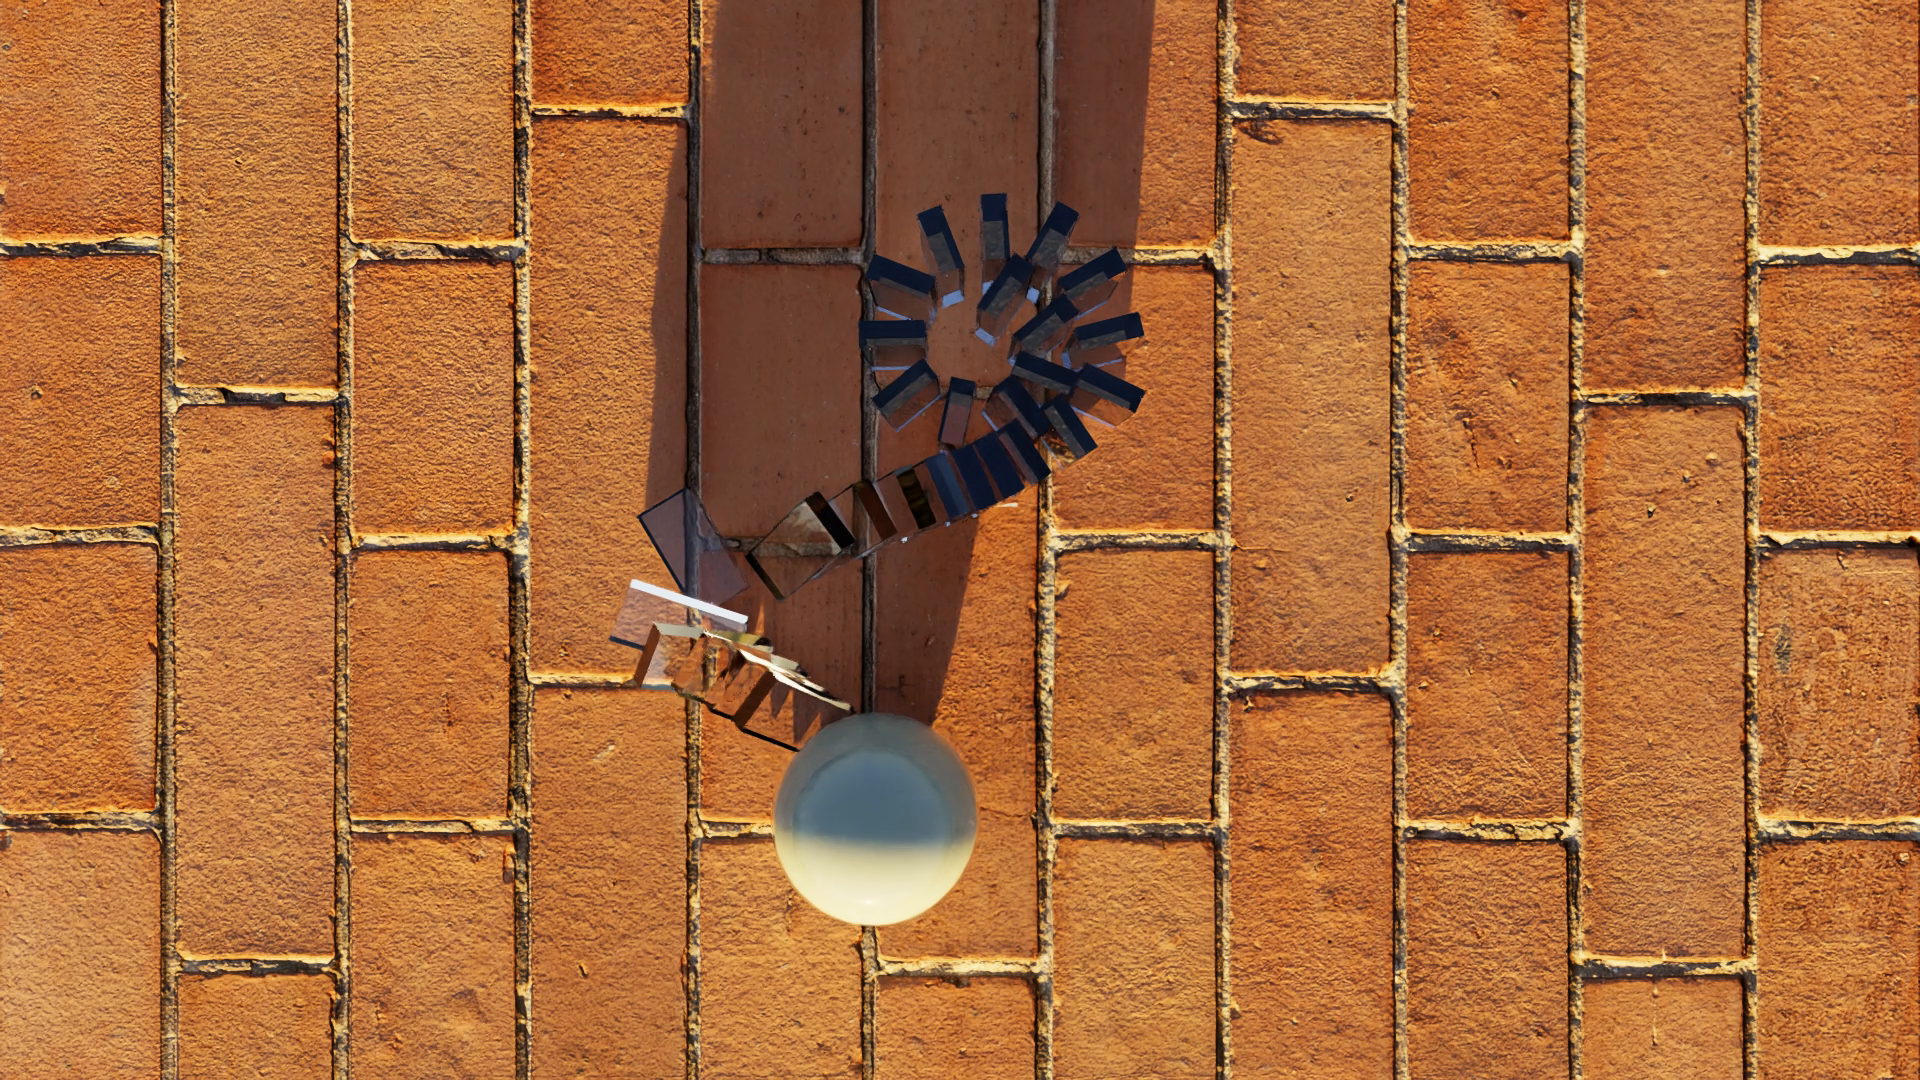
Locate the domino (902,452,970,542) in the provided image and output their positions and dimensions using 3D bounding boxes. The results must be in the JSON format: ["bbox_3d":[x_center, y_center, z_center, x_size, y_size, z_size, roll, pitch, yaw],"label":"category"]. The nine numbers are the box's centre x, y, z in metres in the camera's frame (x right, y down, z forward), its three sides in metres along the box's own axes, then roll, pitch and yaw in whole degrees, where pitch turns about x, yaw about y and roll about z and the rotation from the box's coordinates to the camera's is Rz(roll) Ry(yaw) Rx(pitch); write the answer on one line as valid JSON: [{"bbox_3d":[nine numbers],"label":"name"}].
[{"bbox_3d":[-0.015,-0.017,0.376,0.009,0.050,0.025,-24,90,-27],"label":"domino"}]

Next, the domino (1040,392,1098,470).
[{"bbox_3d":[0.042,-0.043,0.375,0.010,0.050,0.025,-34,90,0],"label":"domino"}]

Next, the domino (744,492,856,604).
[{"bbox_3d":[-0.067,0.004,0.381,0.050,0.009,0.025,-37,90,39],"label":"domino"}]

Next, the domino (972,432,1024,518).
[{"bbox_3d":[0.009,-0.026,0.375,0.010,0.050,0.025,-29,90,-15],"label":"domino"}]

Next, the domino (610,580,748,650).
[{"bbox_3d":[-0.118,0.037,0.385,0.050,0.010,0.025,21,101,-20],"label":"domino"}]

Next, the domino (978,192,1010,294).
[{"bbox_3d":[0.014,-0.120,0.375,0.010,0.050,0.025,-4,90,0],"label":"domino"}]

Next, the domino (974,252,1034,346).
[{"bbox_3d":[0.018,-0.097,0.375,0.009,0.050,0.025,36,90,0],"label":"domino"}]

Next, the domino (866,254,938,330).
[{"bbox_3d":[-0.023,-0.101,0.375,0.025,0.050,0.009,21,90,0],"label":"domino"}]

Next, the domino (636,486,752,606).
[{"bbox_3d":[-0.114,0.005,0.395,0.025,0.010,0.050,-31,90,0],"label":"domino"}]

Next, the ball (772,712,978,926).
[{"bbox_3d":[-0.033,0.108,0.360,0.080,0.080,0.080,0,90,0],"label":"ball"}]

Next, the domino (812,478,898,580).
[{"bbox_3d":[-0.050,-0.004,0.380,0.050,0.009,0.025,-28,90,43],"label":"domino"}]

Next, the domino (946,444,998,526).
[{"bbox_3d":[-0.001,-0.022,0.375,0.010,0.050,0.025,-24,91,-15],"label":"domino"}]

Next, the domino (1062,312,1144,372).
[{"bbox_3d":[0.057,-0.080,0.375,0.025,0.050,0.009,-14,90,0],"label":"domino"}]

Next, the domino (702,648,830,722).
[{"bbox_3d":[-0.078,0.066,0.379,0.025,0.010,0.050,-54,133,0],"label":"domino"}]

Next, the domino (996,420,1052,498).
[{"bbox_3d":[0.023,-0.032,0.375,0.009,0.050,0.025,-33,90,-5],"label":"domino"}]

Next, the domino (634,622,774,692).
[{"bbox_3d":[-0.105,0.050,0.376,0.050,0.010,0.025,14,105,-41],"label":"domino"}]

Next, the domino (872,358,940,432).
[{"bbox_3d":[-0.021,-0.058,0.375,0.025,0.050,0.010,-39,90,0],"label":"domino"}]

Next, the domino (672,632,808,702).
[{"bbox_3d":[-0.090,0.057,0.379,0.050,0.010,0.025,28,95,-43],"label":"domino"}]

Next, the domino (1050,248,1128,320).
[{"bbox_3d":[0.051,-0.102,0.375,0.025,0.050,0.009,-29,90,0],"label":"domino"}]

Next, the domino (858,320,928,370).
[{"bbox_3d":[-0.026,-0.079,0.375,0.025,0.050,0.010,-1,90,0],"label":"domino"}]

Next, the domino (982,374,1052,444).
[{"bbox_3d":[0.022,-0.050,0.375,0.009,0.050,0.025,-38,90,-5],"label":"domino"}]

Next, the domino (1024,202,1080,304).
[{"bbox_3d":[0.035,-0.116,0.375,0.009,0.050,0.025,30,90,0],"label":"domino"}]

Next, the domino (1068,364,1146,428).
[{"bbox_3d":[0.058,-0.058,0.375,0.025,0.050,0.010,25,90,0],"label":"domino"}]

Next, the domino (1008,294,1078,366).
[{"bbox_3d":[0.033,-0.083,0.375,0.025,0.050,0.010,-40,90,0],"label":"domino"}]

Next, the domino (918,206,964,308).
[{"bbox_3d":[-0.007,-0.115,0.375,0.010,0.050,0.025,-22,90,0],"label":"domino"}]

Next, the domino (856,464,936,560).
[{"bbox_3d":[-0.032,-0.011,0.378,0.010,0.050,0.025,-24,90,-39],"label":"domino"}]

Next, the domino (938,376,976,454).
[{"bbox_3d":[-0.002,-0.049,0.375,0.009,0.050,0.025,12,89,0],"label":"domino"}]

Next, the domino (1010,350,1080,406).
[{"bbox_3d":[0.033,-0.064,0.375,0.025,0.050,0.010,21,90,0],"label":"domino"}]

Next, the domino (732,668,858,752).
[{"bbox_3d":[-0.067,0.074,0.379,0.025,0.009,0.050,-54,133,0],"label":"domino"}]
